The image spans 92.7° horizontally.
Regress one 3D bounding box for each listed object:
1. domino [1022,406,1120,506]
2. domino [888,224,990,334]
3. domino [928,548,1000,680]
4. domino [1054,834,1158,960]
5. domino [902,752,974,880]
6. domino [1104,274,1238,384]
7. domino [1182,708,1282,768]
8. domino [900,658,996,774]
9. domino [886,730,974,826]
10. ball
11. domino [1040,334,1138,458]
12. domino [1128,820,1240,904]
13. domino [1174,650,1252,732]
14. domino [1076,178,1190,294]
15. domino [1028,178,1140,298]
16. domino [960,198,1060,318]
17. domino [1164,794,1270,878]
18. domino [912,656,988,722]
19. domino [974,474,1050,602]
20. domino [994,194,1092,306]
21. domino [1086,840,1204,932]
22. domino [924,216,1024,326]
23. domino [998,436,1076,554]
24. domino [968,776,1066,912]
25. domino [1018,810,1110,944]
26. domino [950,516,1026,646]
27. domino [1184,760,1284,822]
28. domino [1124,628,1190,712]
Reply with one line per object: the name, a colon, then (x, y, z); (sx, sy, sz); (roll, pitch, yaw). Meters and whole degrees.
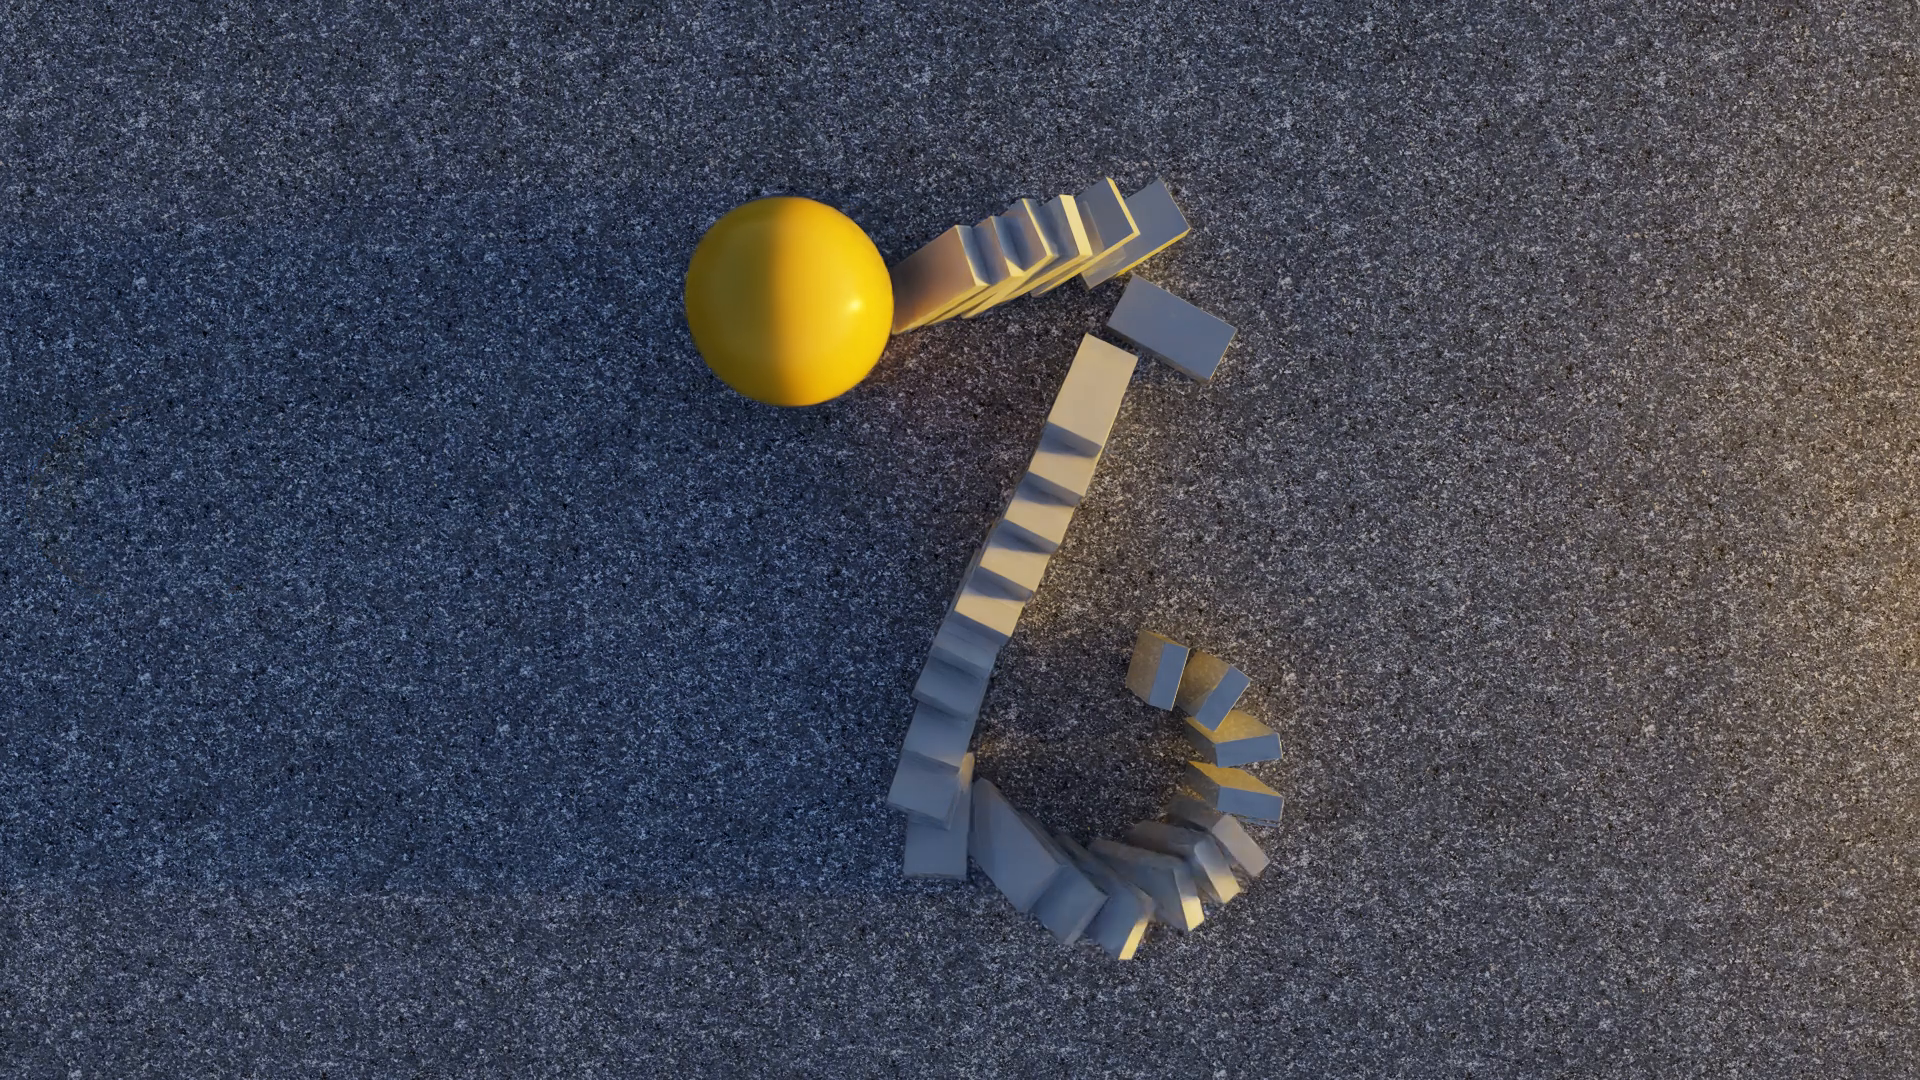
domino: (0.047, -0.041, 0.384); (0.025, 0.010, 0.050); (25, 63, 0)
domino: (-0.012, -0.107, 0.380); (0.050, 0.009, 0.025); (-19, 90, 42)
domino: (0.008, 0.030, 0.382); (0.025, 0.010, 0.050); (25, 58, 0)
domino: (0.054, 0.146, 0.379); (0.010, 0.050, 0.025); (25, 91, -45)
domino: (-0.008, 0.114, 0.382); (0.025, 0.010, 0.050); (2, 60, 5)
domino: (0.090, -0.091, 0.395); (0.050, 0.010, 0.025); (28, 90, 0)
domino: (0.110, 0.080, 0.375); (0.025, 0.050, 0.010); (-9, 90, 0)
domino: (-0.005, 0.069, 0.384); (0.025, 0.010, 0.050); (20, 62, 1)
domino: (-0.011, 0.090, 0.383); (0.025, 0.010, 0.050); (18, 62, 3)
ball: (-0.066, -0.093, 0.360); (0.080, 0.080, 0.080); (0, 90, 0)
domino: (0.055, -0.061, 0.385); (0.025, 0.009, 0.050); (25, 63, 0)
domino: (0.090, 0.131, 0.375); (0.010, 0.050, 0.025); (-28, 90, -22)
domino: (0.101, 0.061, 0.375); (0.010, 0.050, 0.025); (35, 90, 0)
domino: (0.070, -0.131, 0.395); (0.050, 0.010, 0.025); (-31, 90, 0)
domino: (0.047, -0.126, 0.384); (0.050, 0.010, 0.025); (-27, 90, 29)
domino: (0.016, -0.115, 0.379); (0.050, 0.010, 0.025); (-27, 85, 42)
domino: (0.103, 0.120, 0.375); (0.010, 0.050, 0.025); (-41, 90, -11)
domino: (0.001, 0.047, 0.384); (0.025, 0.010, 0.050); (25, 62, 0)
domino: (0.027, -0.001, 0.383); (0.025, 0.009, 0.050); (26, 58, 0)
domino: (0.029, -0.119, 0.380); (0.050, 0.009, 0.025); (-19, 90, 42)
domino: (0.075, 0.141, 0.376); (0.010, 0.050, 0.025); (-17, 94, -36)
domino: (0.001, -0.110, 0.380); (0.050, 0.010, 0.025); (-19, 90, 42)
domino: (0.037, -0.021, 0.384); (0.025, 0.009, 0.050); (26, 61, 0)
domino: (0.018, 0.126, 0.382); (0.025, 0.010, 0.050); (-48, 56, 0)
domino: (0.035, 0.139, 0.380); (0.050, 0.010, 0.025); (37, 90, 40)
domino: (0.017, 0.017, 0.381); (0.025, 0.010, 0.050); (25, 58, 0)
domino: (0.111, 0.102, 0.375); (0.025, 0.050, 0.009); (10, 87, 0)
domino: (0.080, 0.052, 0.375); (0.010, 0.050, 0.025); (16, 90, 0)
